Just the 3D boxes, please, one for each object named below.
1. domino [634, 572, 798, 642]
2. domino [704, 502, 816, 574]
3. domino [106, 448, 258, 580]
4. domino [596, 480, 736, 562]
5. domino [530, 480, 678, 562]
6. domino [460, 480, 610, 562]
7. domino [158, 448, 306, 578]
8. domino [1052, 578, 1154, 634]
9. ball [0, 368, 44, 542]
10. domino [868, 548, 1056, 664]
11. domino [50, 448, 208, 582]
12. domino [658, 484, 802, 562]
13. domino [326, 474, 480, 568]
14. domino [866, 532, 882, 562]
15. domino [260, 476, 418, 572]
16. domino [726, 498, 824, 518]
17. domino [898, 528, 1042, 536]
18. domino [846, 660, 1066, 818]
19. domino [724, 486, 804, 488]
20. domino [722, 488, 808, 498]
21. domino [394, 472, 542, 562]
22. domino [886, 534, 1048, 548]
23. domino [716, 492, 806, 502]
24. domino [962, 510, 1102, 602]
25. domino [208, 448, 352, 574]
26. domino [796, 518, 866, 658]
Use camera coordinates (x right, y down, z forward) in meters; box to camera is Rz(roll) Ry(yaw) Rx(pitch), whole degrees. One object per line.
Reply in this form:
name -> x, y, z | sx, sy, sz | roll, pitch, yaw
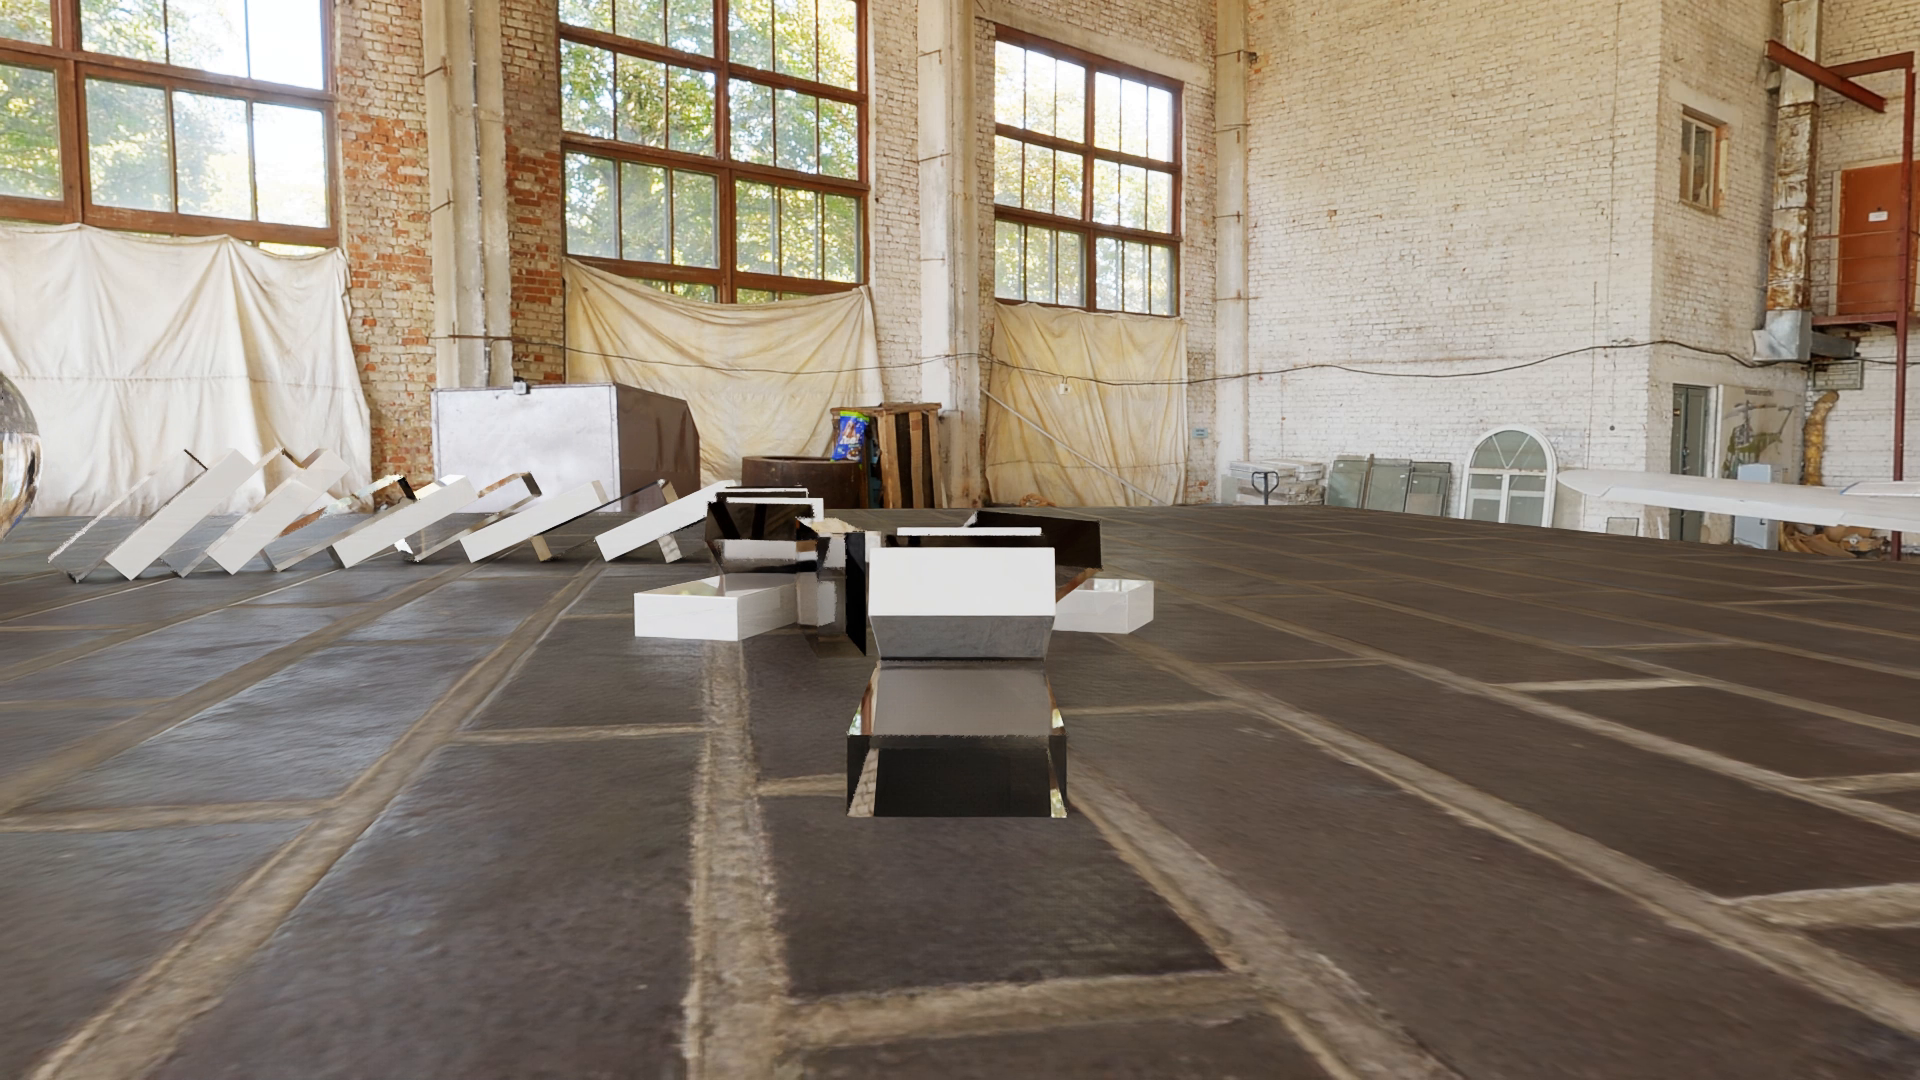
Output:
domino -> -0.053, 0.015, 0.304 | 0.025, 0.009, 0.050 | 1, 4, 17
domino -> -0.049, 0.003, 0.331 | 0.025, 0.009, 0.050 | 1, -18, 0
domino -> -0.253, -0.009, 0.417 | 0.050, 0.010, 0.025 | -50, 29, -22
domino -> -0.106, -0.008, 0.473 | 0.050, 0.009, 0.025 | -24, 3, 2
domino -> -0.130, -0.008, 0.473 | 0.050, 0.010, 0.025 | -24, 4, -1
domino -> -0.156, -0.007, 0.473 | 0.050, 0.009, 0.025 | -24, 7, -6
domino -> -0.242, -0.010, 0.425 | 0.050, 0.010, 0.025 | -50, 29, -22
domino -> 0.019, 0.015, 0.308 | 0.050, 0.009, 0.025 | 2, 5, 22
ball -> -0.328, -0.027, 0.390 | 0.080, 0.080, 0.080 | 0, 4, 0
domino -> 0.000, 0.014, 0.196 | 0.025, 0.009, 0.050 | 0, -19, 0
domino -> -0.265, -0.009, 0.409 | 0.050, 0.009, 0.025 | -50, 29, -22
domino -> -0.082, -0.006, 0.467 | 0.050, 0.010, 0.025 | -21, 4, 9
domino -> -0.200, -0.007, 0.459 | 0.050, 0.009, 0.025 | -34, 21, -28
domino -> -0.054, 0.002, 0.473 | 0.050, 0.009, 0.025 | 0, 4, -3
domino -> -0.217, -0.006, 0.446 | 0.050, 0.009, 0.025 | -34, 22, -29
domino -> -0.053, 0.001, 0.358 | 0.025, 0.009, 0.050 | 0, -19, -11
domino -> 0.002, 0.010, 0.246 | 0.025, 0.010, 0.050 | 0, -18, 0
domino -> 0.000, 0.025, 0.171 | 0.025, 0.009, 0.050 | 0, 4, 0
domino -> -0.064, -0.004, 0.428 | 0.025, 0.009, 0.050 | -1, -20, -6
domino -> -0.061, -0.002, 0.405 | 0.025, 0.010, 0.050 | -1, -20, -7
domino -> -0.182, -0.009, 0.473 | 0.050, 0.009, 0.025 | -34, 19, -28
domino -> 0.001, 0.012, 0.220 | 0.025, 0.010, 0.050 | 0, -19, 0
domino -> -0.058, -0.001, 0.382 | 0.025, 0.009, 0.050 | -1, -20, -7
domino -> 0.008, 0.007, 0.268 | 0.025, 0.009, 0.050 | 5, -19, -15
domino -> -0.231, -0.011, 0.434 | 0.050, 0.009, 0.025 | -50, 29, -22
domino -> -0.029, 0.009, 0.279 | 0.009, 0.025, 0.050 | -1, 4, -12
